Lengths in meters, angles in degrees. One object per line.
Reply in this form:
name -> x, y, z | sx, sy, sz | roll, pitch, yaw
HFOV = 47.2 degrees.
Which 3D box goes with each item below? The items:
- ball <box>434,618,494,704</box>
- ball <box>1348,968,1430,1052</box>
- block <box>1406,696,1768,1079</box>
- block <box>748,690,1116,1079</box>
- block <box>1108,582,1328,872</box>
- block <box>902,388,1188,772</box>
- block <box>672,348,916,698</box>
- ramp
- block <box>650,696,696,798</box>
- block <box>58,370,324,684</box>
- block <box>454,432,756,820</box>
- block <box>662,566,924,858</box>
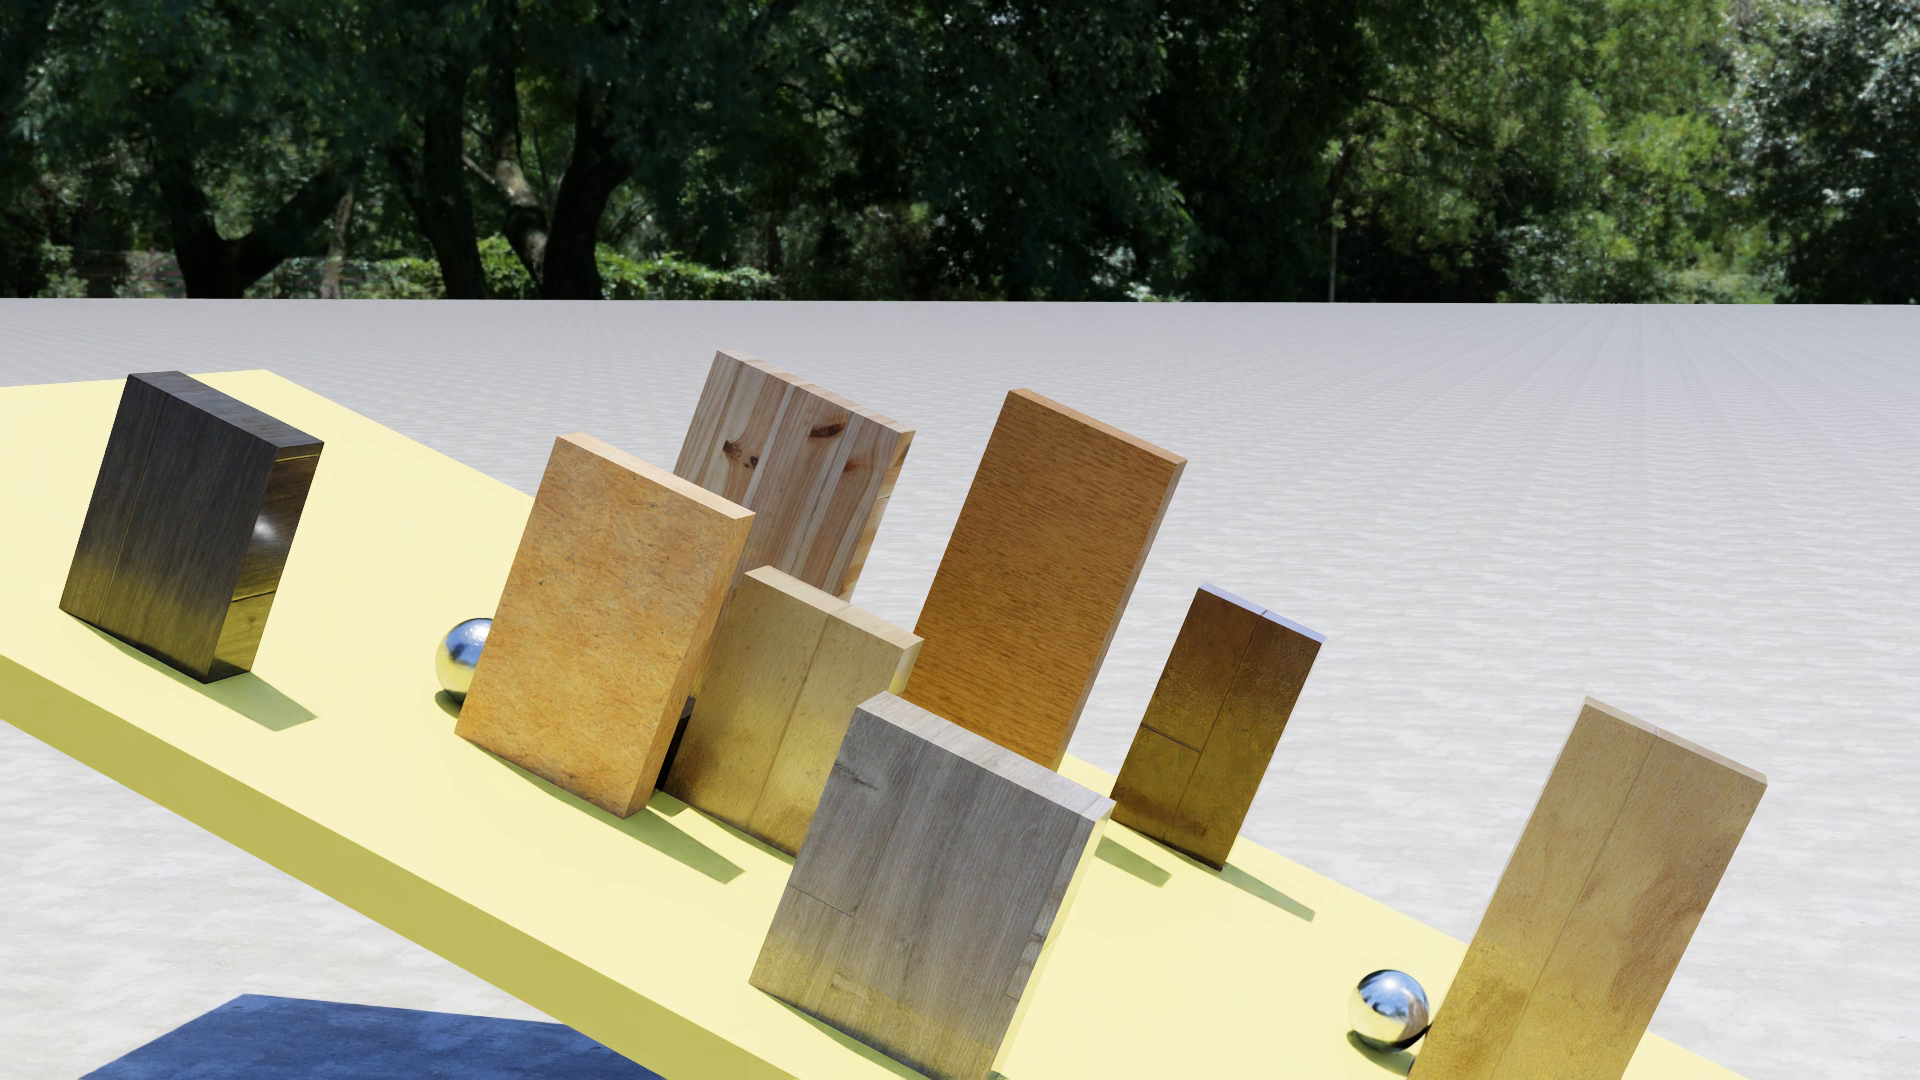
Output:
ball -> -0.867, 0.222, 3.984 | 0.164, 0.164, 0.164 | 0, 7, 0
ball -> 0.793, 0.870, 4.064 | 0.152, 0.152, 0.152 | 0, 7, 0
block -> 1.101, 0.693, 3.895 | 0.328, 0.768, 0.084 | 25, 13, 13
block -> -0.045, 0.535, 3.330 | 0.395, 0.477, 0.130 | 25, 13, 13
block -> 0.541, 0.399, 4.698 | 0.283, 0.544, 0.086 | 25, 13, 13
block -> 0.141, 0.126, 4.593 | 0.378, 0.797, 0.115 | 25, 13, 13
block -> -0.406, 0.014, 4.416 | 0.414, 0.683, 0.094 | 25, 13, 13
ramp -> -0.305, 0.540, 4.194 | 4.000, 0.100, 2.000 | 25, 13, 13
block -> -0.575, 0.349, 3.955 | 0.156, 0.156, 0.156 | 25, 13, 13
block -> -1.293, -0.024, 3.697 | 0.306, 0.430, 0.129 | 25, 13, 13
block -> -0.616, 0.146, 3.790 | 0.349, 0.568, 0.093 | 25, 13, 13
block -> -0.299, 0.314, 3.922 | 0.320, 0.434, 0.112 | 25, 13, 13
